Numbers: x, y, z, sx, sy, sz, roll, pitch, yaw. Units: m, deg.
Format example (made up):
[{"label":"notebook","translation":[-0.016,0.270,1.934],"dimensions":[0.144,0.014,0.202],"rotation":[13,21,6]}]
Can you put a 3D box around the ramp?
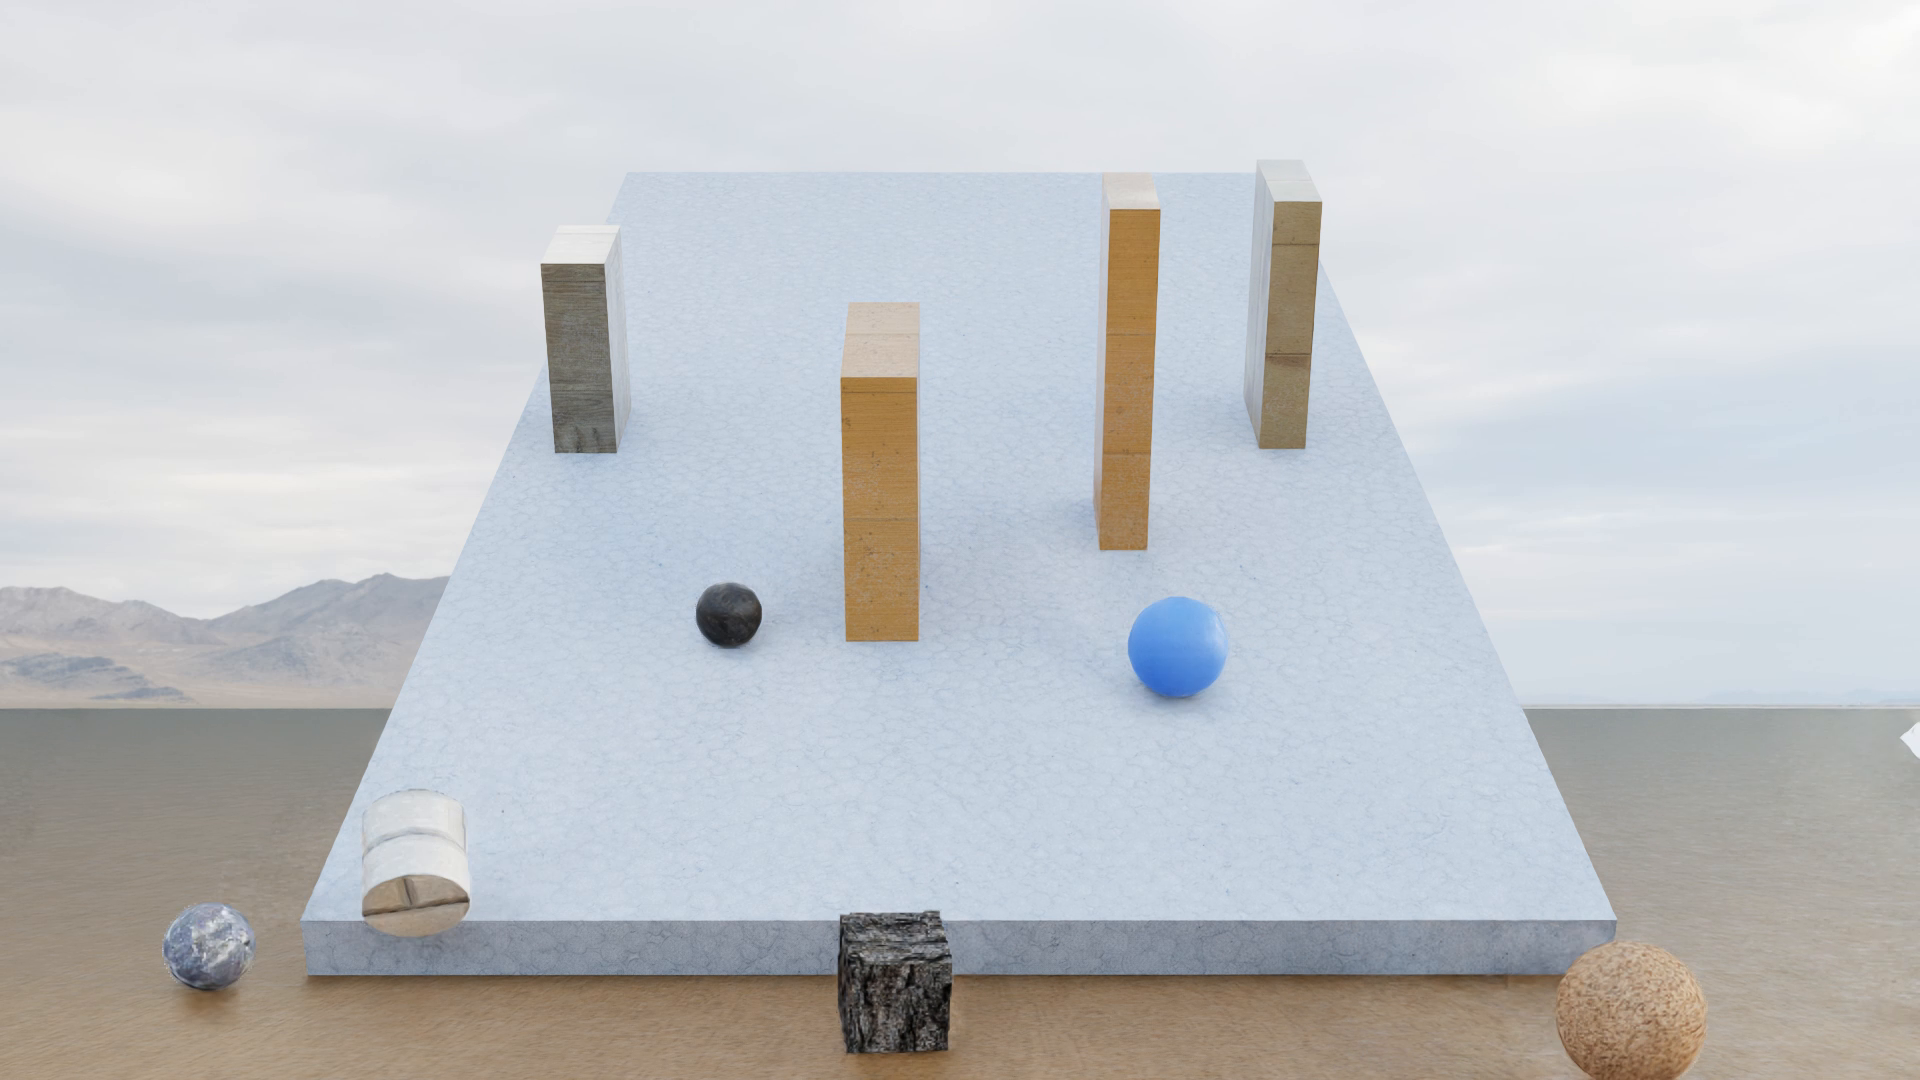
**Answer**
[{"label":"ramp","translation":[-0.009,-0.229,5.391],"dimensions":[2.000,0.100,4.000],"rotation":[0,25,0]}]

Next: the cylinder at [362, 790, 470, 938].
[{"label":"cylinder","translation":[-0.809,0.480,3.479],"dimensions":[0.156,0.156,0.156],"rotation":[-7,-43,-7]}]

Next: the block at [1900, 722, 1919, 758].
[{"label":"block","translation":[1.382,0.291,2.988],"dimensions":[0.205,0.205,0.205],"rotation":[34,19,-38]}]

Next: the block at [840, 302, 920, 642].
[{"label":"block","translation":[-0.146,-0.134,4.450],"dimensions":[0.136,0.529,0.398],"rotation":[0,25,0]}]

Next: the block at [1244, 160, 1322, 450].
[{"label":"block","translation":[0.718,-0.529,5.243],"dimensions":[0.102,0.571,0.319],"rotation":[0,25,0]}]

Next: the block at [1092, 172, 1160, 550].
[{"label":"block","translation":[0.331,-0.356,4.704],"dimensions":[0.097,0.716,0.246],"rotation":[0,25,0]}]

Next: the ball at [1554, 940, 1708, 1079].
[{"label":"ball","translation":[0.727,0.515,2.545],"dimensions":[0.159,0.159,0.159],"rotation":[0,-4,0]}]

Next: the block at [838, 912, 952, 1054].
[{"label":"block","translation":[-0.080,0.533,2.829],"dimensions":[0.121,0.121,0.121],"rotation":[0,21,-9]}]

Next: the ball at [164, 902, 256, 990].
[{"label":"ball","translation":[-1.091,0.591,3.412],"dimensions":[0.126,0.126,0.126],"rotation":[0,-4,0]}]

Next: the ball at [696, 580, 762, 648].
[{"label":"ball","translation":[-0.429,0.137,4.348],"dimensions":[0.123,0.123,0.123],"rotation":[0,-4,0]}]

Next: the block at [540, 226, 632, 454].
[{"label":"block","translation":[-0.828,-0.448,5.217],"dimensions":[0.137,0.440,0.267],"rotation":[0,25,0]}]

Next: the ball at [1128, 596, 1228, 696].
[{"label":"ball","translation":[0.388,0.190,4.175],"dimensions":[0.179,0.179,0.179],"rotation":[0,-4,0]}]
